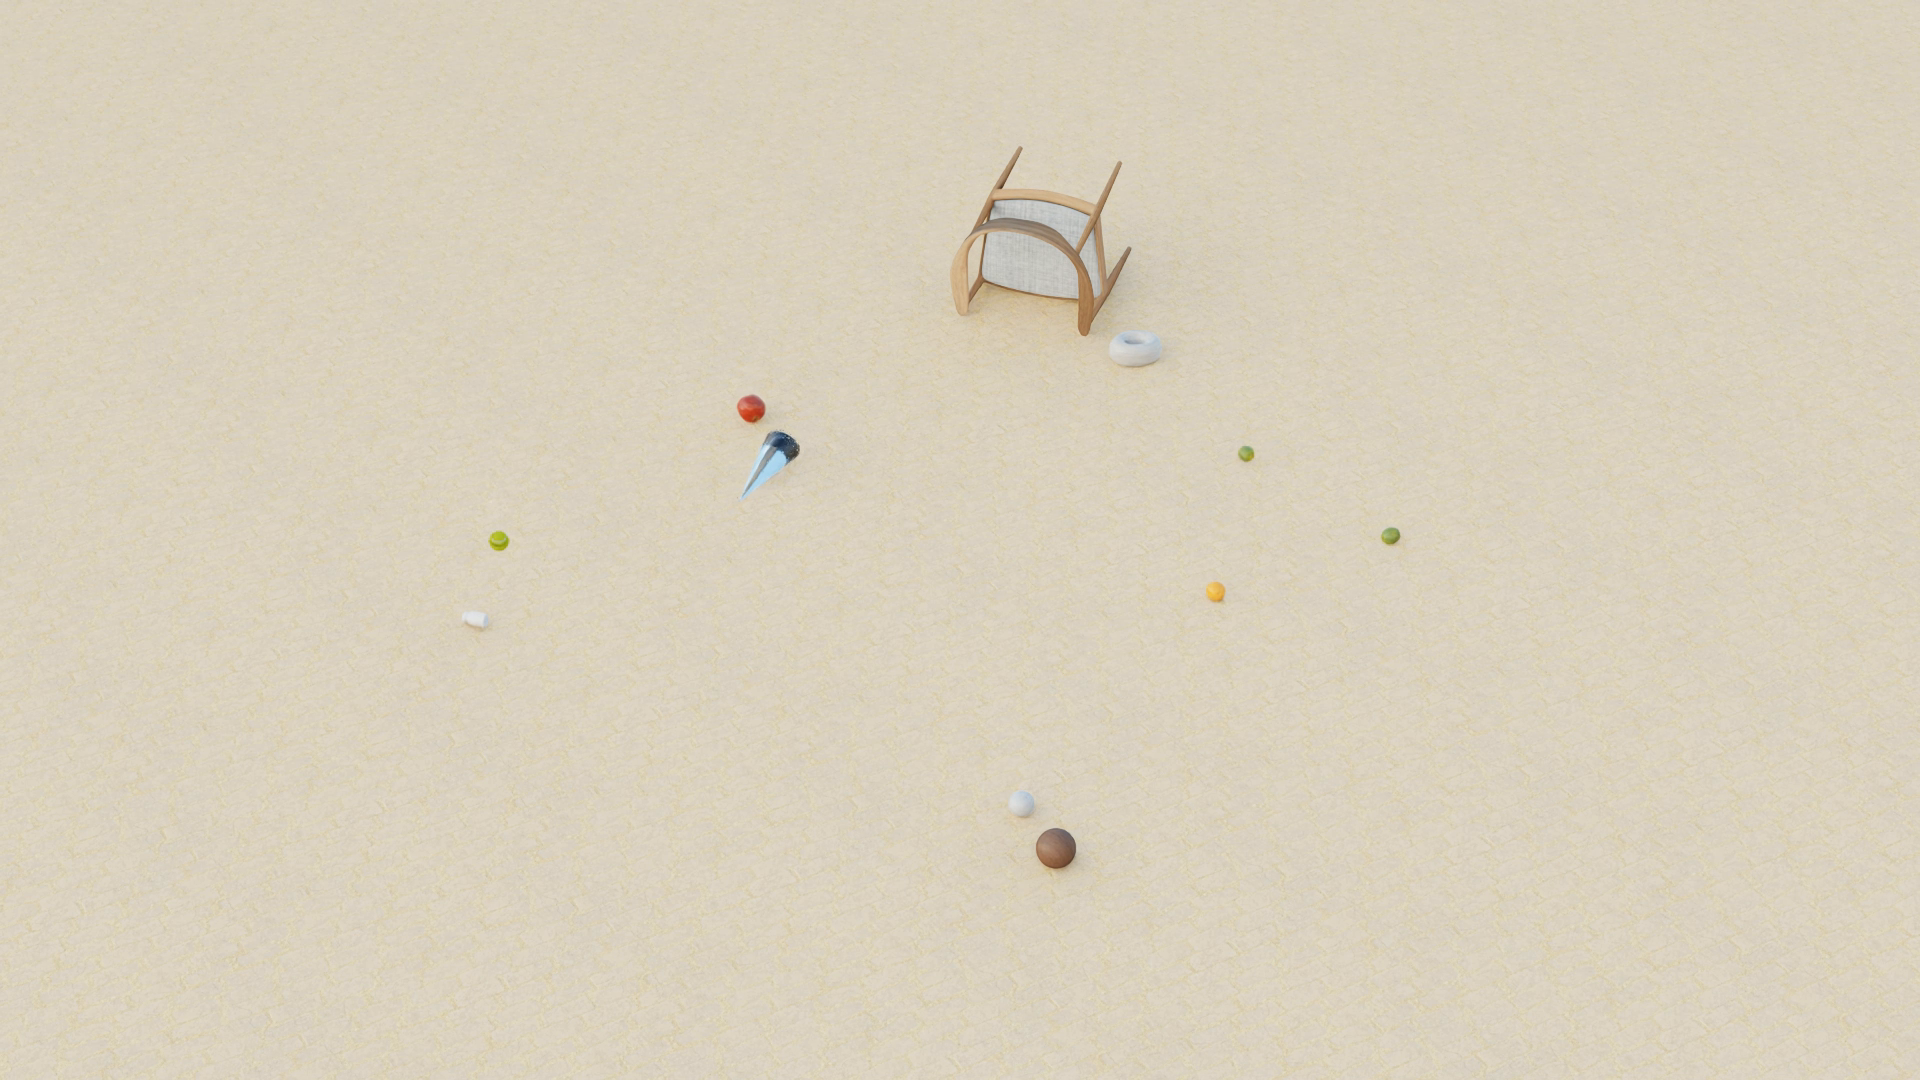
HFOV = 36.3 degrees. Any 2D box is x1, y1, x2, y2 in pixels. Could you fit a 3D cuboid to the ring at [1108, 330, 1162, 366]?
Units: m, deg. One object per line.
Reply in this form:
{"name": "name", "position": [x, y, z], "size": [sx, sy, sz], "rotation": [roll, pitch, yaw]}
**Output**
{"name": "ring", "position": [0.721, -0.787, 12.048], "size": [0.226, 0.101, 0.170], "rotation": [-9, 36, -15]}

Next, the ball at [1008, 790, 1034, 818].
{"name": "ball", "position": [0.200, 0.860, 9.560], "size": [0.088, 0.088, 0.088], "rotation": [0, 33, 0]}

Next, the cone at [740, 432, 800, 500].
{"name": "cone", "position": [-0.765, -0.255, 11.268], "size": [0.162, 0.138, 0.345], "rotation": [-7, 36, 40]}
